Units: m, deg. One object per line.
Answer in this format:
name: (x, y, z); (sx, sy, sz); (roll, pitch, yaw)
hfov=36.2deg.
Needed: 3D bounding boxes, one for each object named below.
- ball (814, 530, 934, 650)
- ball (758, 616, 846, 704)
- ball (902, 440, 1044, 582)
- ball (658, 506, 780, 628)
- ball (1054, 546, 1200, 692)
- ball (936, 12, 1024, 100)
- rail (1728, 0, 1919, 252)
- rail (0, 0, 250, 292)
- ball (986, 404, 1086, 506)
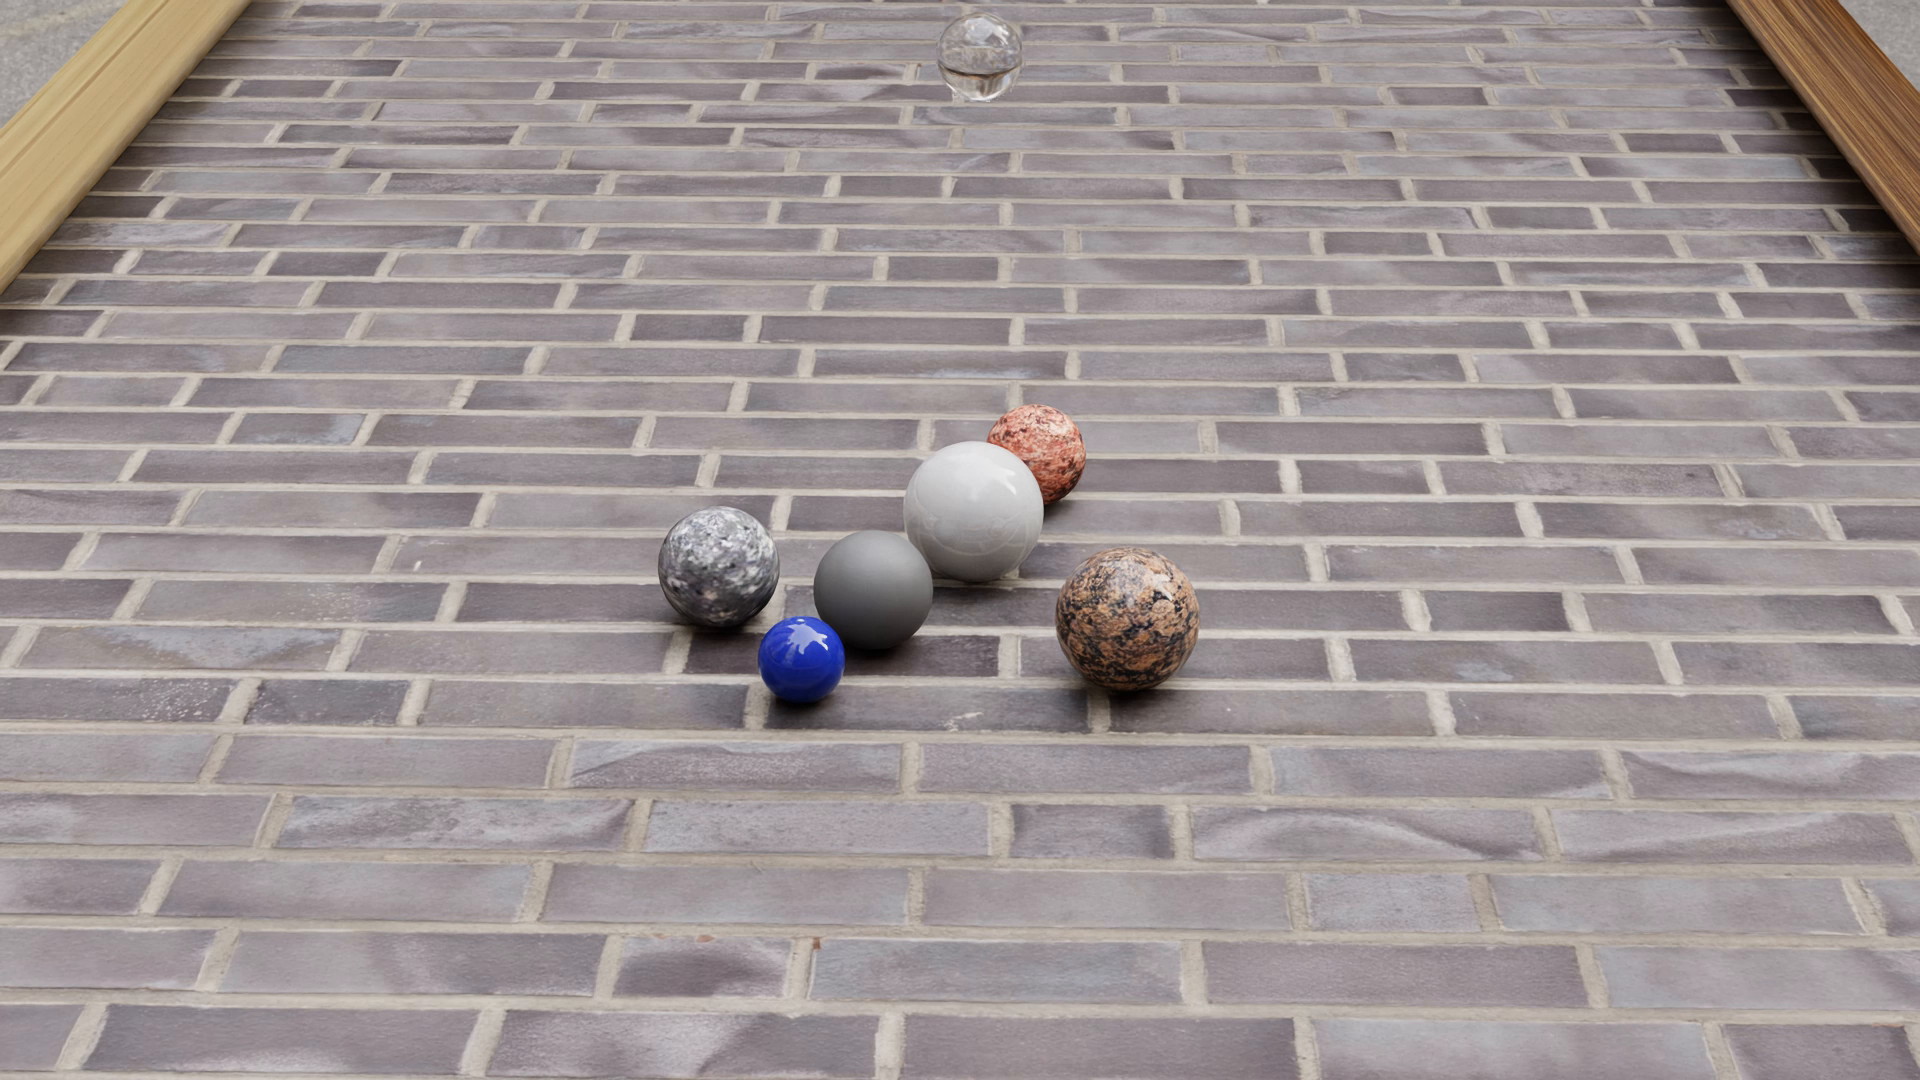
ball: (-0.053, 0.031, 1.813); (0.074, 0.074, 0.074); (0, 26, 0)
ball: (-0.094, 0.071, 1.754); (0.053, 0.053, 0.053); (0, 26, 0)
ball: (0.009, -0.018, 1.893); (0.091, 0.091, 0.091); (0, 26, 0)
ball: (-0.151, 0.017, 1.839); (0.076, 0.076, 0.076); (0, 26, 0)
ball: (0.100, 0.047, 1.764); (0.087, 0.087, 0.087); (0, 26, 0)
ball: (0.019, -0.460, 2.798); (0.083, 0.083, 0.083); (0, 26, 0)
rail: (0.775, -0.326, 2.484); (0.045, 0.118, 2.833); (1, 26, 1)
rail: (-0.743, -0.341, 2.514); (0.045, 0.118, 2.833); (1, 26, 1)
ball: (0.051, -0.057, 1.997); (0.069, 0.069, 0.069); (0, 26, 0)
